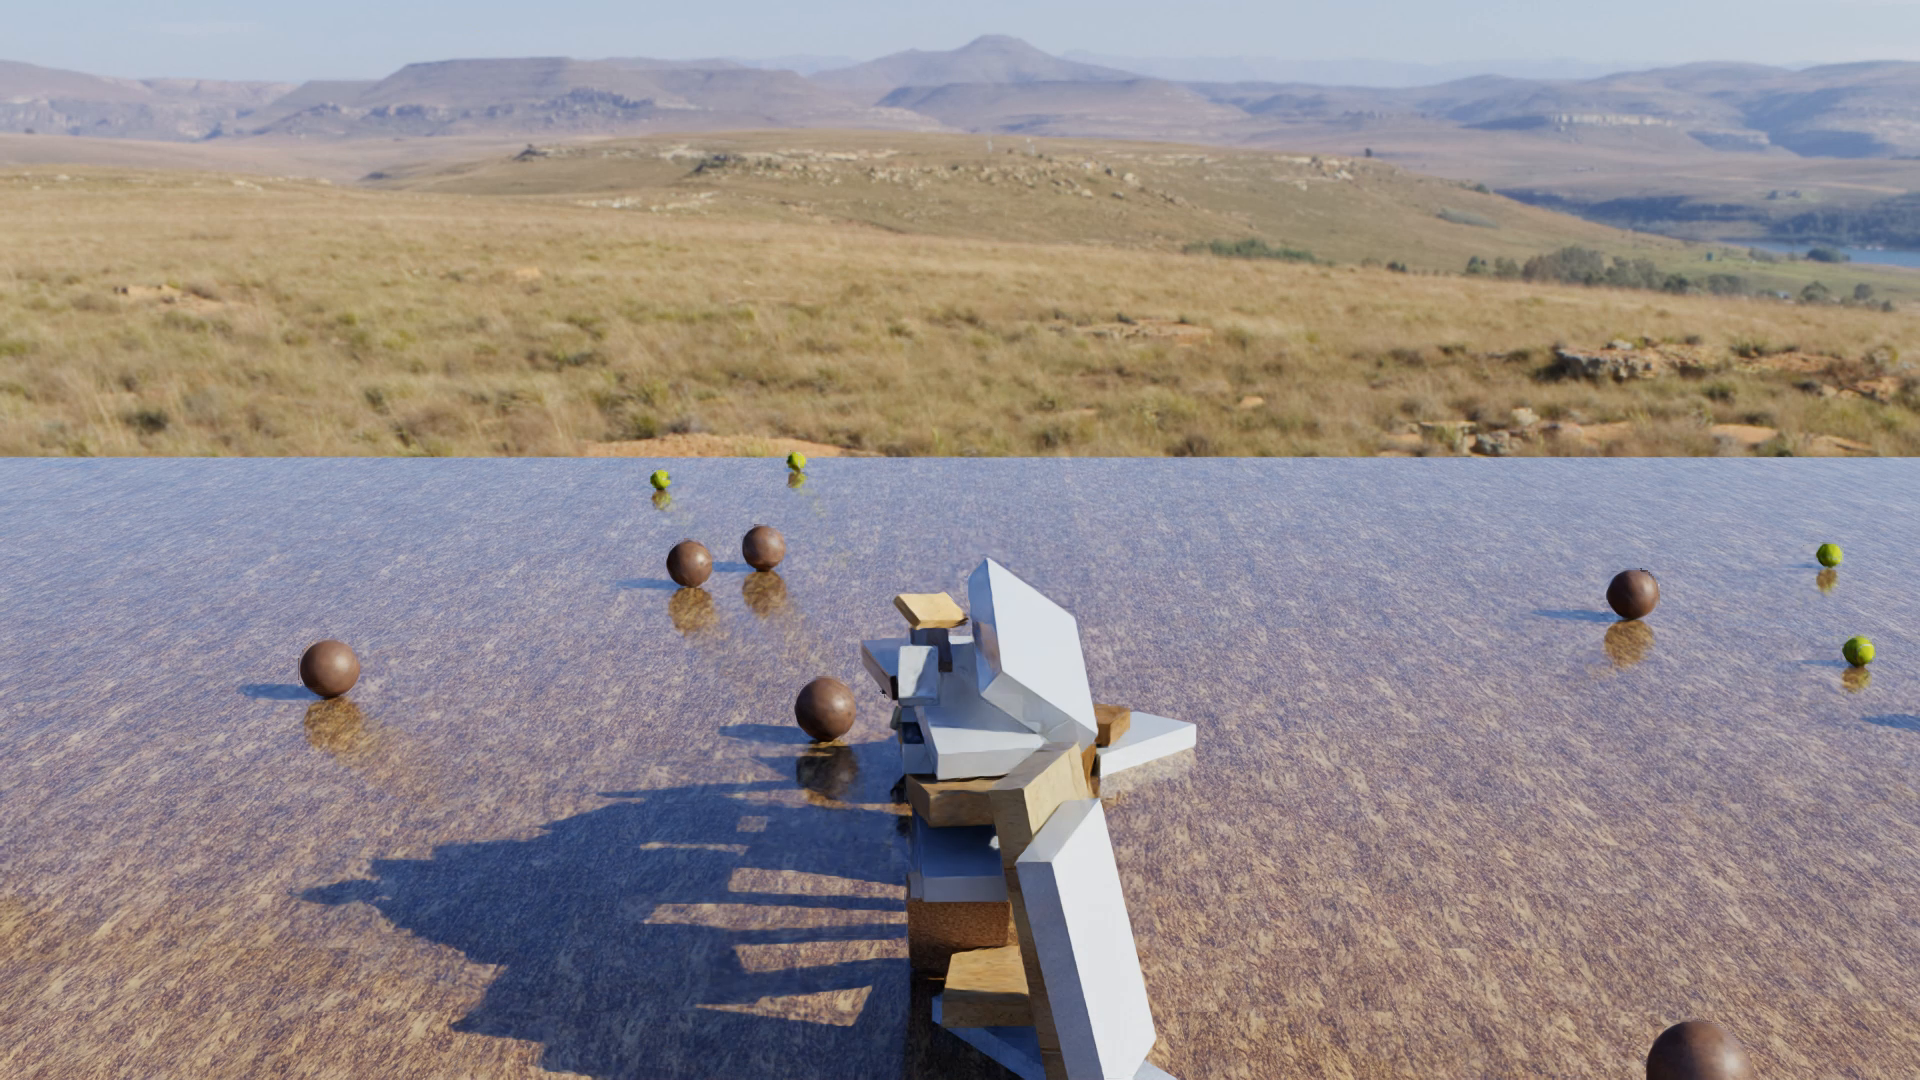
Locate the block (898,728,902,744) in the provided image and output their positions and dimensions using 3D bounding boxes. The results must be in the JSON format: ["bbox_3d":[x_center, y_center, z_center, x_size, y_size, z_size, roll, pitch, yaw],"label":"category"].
[{"bbox_3d":[-0.010,0.375,4.277,0.200,0.028,0.100,-19,-38,28],"label":"block"}]

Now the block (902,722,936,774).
[{"bbox_3d":[-0.011,0.309,3.322,0.150,0.042,0.333,0,2,-2],"label":"block"}]

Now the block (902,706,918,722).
[{"bbox_3d":[-0.017,0.263,3.470,0.134,0.038,0.269,-1,-2,2],"label":"block"}]

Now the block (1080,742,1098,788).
[{"bbox_3d":[0.176,0.381,3.775,0.044,0.155,0.378,12,7,-4],"label":"block"}]

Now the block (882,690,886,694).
[{"bbox_3d":[-0.043,0.232,3.655,0.134,0.038,0.268,-1,-3,7],"label":"block"}]

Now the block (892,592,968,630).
[{"bbox_3d":[-0.043,0.104,3.235,0.114,0.016,0.057,0,41,-53],"label":"block"}]

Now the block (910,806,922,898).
[{"bbox_3d":[0.003,0.428,3.168,0.144,0.041,0.289,0,19,0],"label":"block"}]

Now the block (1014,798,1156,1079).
[{"bbox_3d":[0.164,0.528,2.807,0.050,0.351,0.175,-6,17,26],"label":"block"}]

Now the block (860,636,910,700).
[{"bbox_3d":[-0.067,0.199,3.459,0.134,0.038,0.268,-4,10,-12],"label":"block"}]

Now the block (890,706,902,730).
[{"bbox_3d":[0.061,0.402,4.386,0.391,0.044,0.157,8,-12,37],"label":"block"}]

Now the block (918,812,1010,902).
[{"bbox_3d":[0.008,0.429,3.015,0.125,0.035,0.250,-1,14,-3],"label":"block"}]

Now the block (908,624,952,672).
[{"bbox_3d":[-0.045,0.160,3.293,0.057,0.016,0.114,0,27,-5],"label":"block"}]

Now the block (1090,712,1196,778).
[{"bbox_3d":[0.325,0.415,4.492,0.157,0.044,0.313,9,14,41],"label":"block"}]

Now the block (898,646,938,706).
[{"bbox_3d":[-0.060,0.197,3.200,0.057,0.016,0.114,0,37,-1],"label":"block"}]

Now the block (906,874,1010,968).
[{"bbox_3d":[-0.003,0.561,3.218,0.144,0.041,0.289,0,-29,0],"label":"block"}]

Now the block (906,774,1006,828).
[{"bbox_3d":[0.015,0.359,3.100,0.150,0.042,0.300,-2,1,-8],"label":"block"}]

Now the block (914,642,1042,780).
[{"bbox_3d":[0.014,0.244,3.200,0.150,0.042,0.300,-3,28,-11],"label":"block"}]

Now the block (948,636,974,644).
[{"bbox_3d":[-0.007,0.319,4.137,0.100,0.028,0.498,0,-33,1],"label":"block"}]

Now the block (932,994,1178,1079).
[{"bbox_3d":[0.168,0.708,2.936,0.125,0.035,0.580,-7,12,-32],"label":"block"}]

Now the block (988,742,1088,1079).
[{"bbox_3d":[0.135,0.487,2.880,0.050,0.408,0.175,-5,12,28],"label":"block"}]

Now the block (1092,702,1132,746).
[{"bbox_3d":[0.178,0.361,4.491,0.310,0.044,0.155,6,10,19],"label":"block"}]

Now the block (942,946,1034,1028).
[{"bbox_3d":[0.045,0.632,3.124,0.125,0.035,0.250,-2,7,4],"label":"block"}]

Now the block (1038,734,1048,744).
[{"bbox_3d":[0.115,0.379,3.778,0.044,0.157,0.313,12,6,-2],"label":"block"}]

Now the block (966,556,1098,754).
[{"bbox_3d":[0.103,0.169,3.245,0.175,0.050,0.351,35,20,-18],"label":"block"}]
